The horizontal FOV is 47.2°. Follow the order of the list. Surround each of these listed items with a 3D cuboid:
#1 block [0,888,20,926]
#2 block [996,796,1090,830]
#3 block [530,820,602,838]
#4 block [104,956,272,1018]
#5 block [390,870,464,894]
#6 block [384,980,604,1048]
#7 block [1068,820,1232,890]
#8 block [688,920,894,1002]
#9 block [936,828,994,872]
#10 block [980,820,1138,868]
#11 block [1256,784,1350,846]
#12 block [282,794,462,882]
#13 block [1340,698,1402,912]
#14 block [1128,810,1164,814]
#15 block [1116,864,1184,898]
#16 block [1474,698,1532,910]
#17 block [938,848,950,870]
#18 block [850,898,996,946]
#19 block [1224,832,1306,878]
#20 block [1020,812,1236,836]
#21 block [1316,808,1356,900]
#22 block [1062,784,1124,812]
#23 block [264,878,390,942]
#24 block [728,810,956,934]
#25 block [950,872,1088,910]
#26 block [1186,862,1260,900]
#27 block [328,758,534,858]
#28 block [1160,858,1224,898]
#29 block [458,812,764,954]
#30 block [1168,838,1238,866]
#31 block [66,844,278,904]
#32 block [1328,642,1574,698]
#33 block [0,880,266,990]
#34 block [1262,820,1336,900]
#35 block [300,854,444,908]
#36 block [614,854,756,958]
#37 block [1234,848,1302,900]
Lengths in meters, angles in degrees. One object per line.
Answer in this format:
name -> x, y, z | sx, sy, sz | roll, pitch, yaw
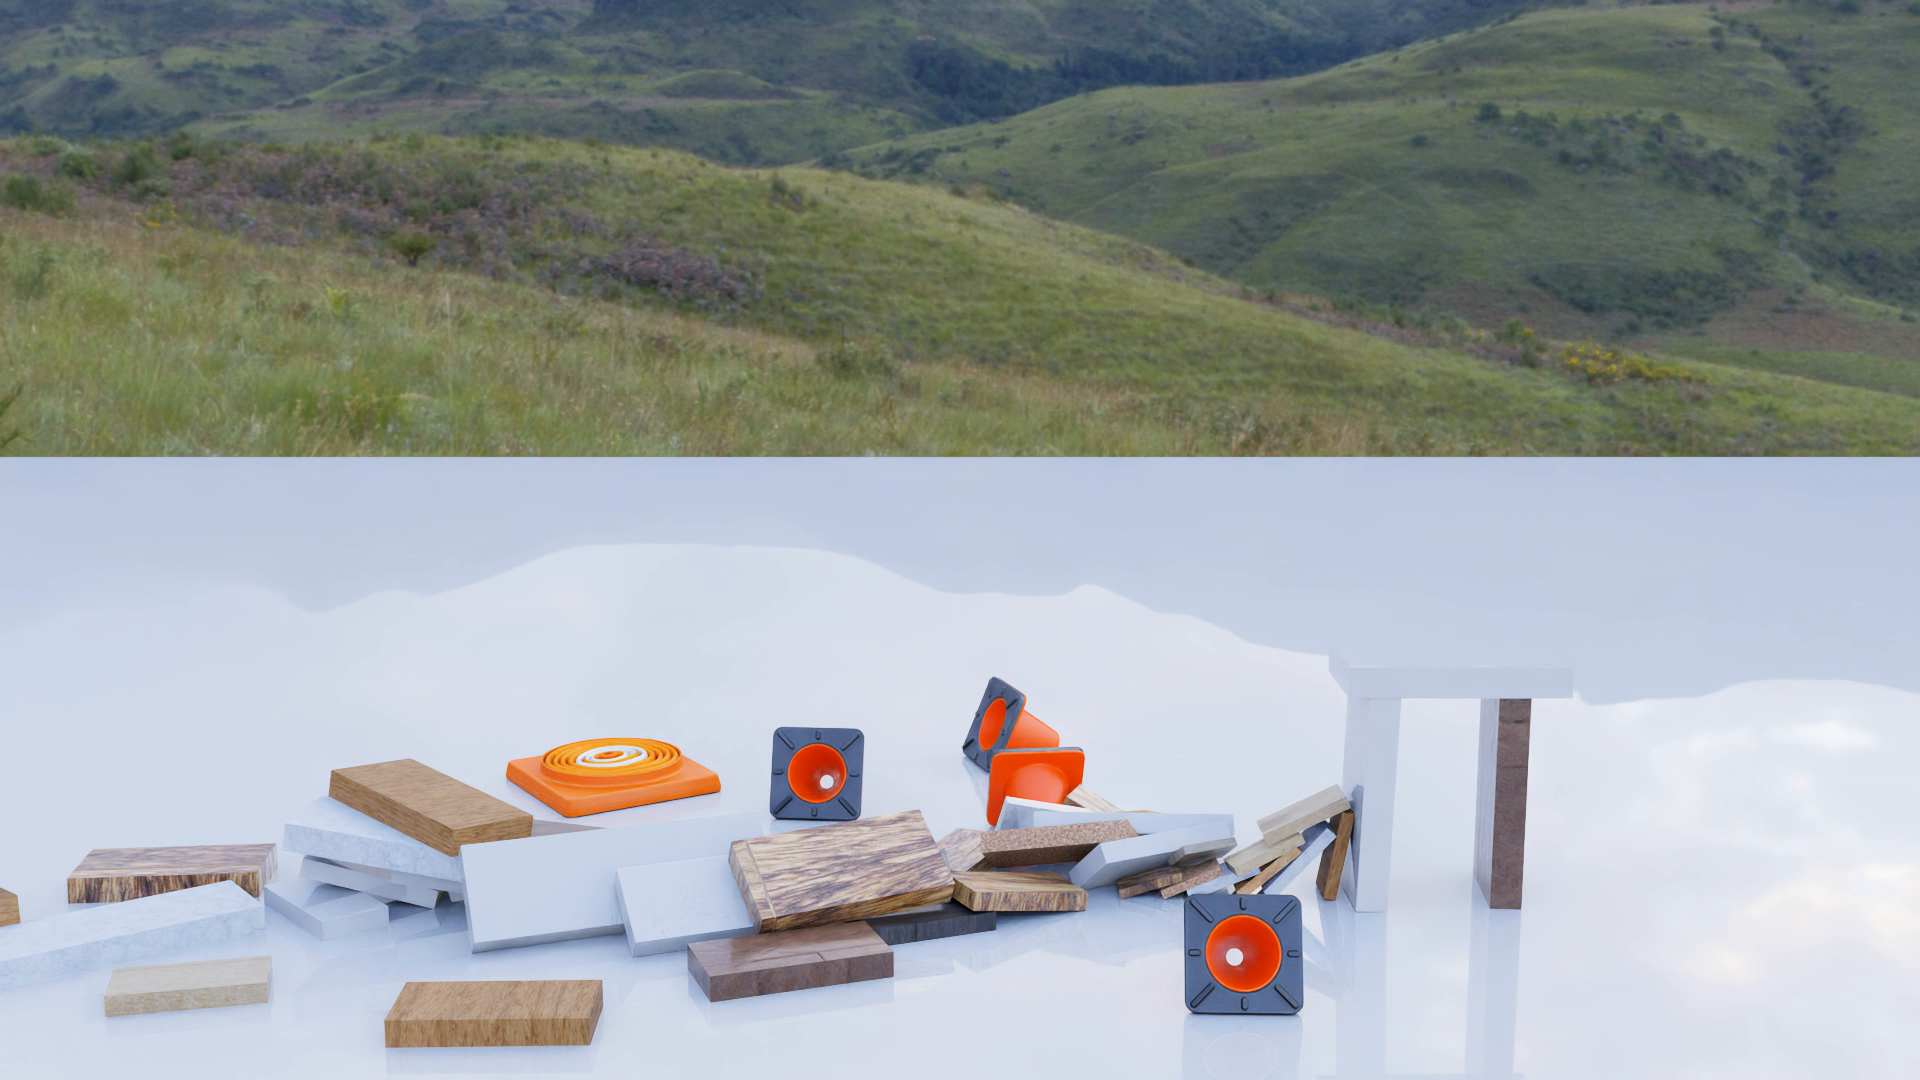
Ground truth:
block -> -1.612, 0.580, 3.483 | 0.153, 0.043, 0.306 | -8, 5, -37
block -> 0.146, 0.499, 3.851 | 0.157, 0.078, 0.022 | 10, 24, -14
block -> -0.576, 0.527, 3.649 | 0.325, 0.046, 0.162 | 8, 10, -7
block -> -1.131, 0.655, 3.233 | 0.223, 0.032, 0.112 | -3, 11, -13
block -> -0.763, 0.544, 3.655 | 0.325, 0.046, 0.162 | 8, 10, -4
block -> -0.658, 0.671, 3.121 | 0.283, 0.040, 0.141 | 0, 11, -2
block -> 0.321, 0.531, 3.695 | 0.250, 0.035, 0.125 | -6, -27, -28
block -> -0.257, 0.634, 3.320 | 0.283, 0.040, 0.141 | -4, 11, -20
block -> 0.002, 0.549, 3.804 | 0.108, 0.030, 0.215 | 5, 11, 23
block -> 0.171, 0.514, 3.719 | 0.250, 0.035, 0.125 | -7, -22, 12
block -> 0.569, 0.456, 3.649 | 0.150, 0.021, 0.075 | -26, 10, 4
block -> -0.912, 0.486, 3.577 | 0.325, 0.046, 0.162 | 10, 10, 3
block -> 0.674, 0.413, 3.636 | 0.051, 0.359, 0.180 | 2, 11, -1
block -> 0.360, 0.501, 3.899 | 0.157, 0.022, 0.078 | 15, -17, -37
block -> 0.317, 0.567, 3.665 | 0.107, 0.015, 0.054 | -16, 10, 2
block -> 0.899, 0.411, 3.651 | 0.051, 0.359, 0.180 | 1, 11, 4
block -> -0.106, 0.560, 3.602 | 0.184, 0.026, 0.092 | -5, 49, -14
block -> -0.062, 0.604, 3.507 | 0.215, 0.030, 0.108 | -4, 11, -22
block -> 0.502, 0.514, 3.633 | 0.125, 0.018, 0.063 | -26, 10, -7
block -> 0.286, 0.504, 3.802 | 0.353, 0.035, 0.125 | 2, -21, -11
block -> 0.624, 0.515, 3.658 | 0.021, 0.150, 0.075 | 10, 10, -2
block -> 0.264, 0.497, 3.930 | 0.157, 0.022, 0.078 | 30, 19, 13
block -> -1.029, 0.593, 3.568 | 0.112, 0.032, 0.223 | -9, 14, -40
block -> -0.189, 0.528, 3.500 | 0.323, 0.046, 0.162 | -7, 43, -23
block -> 0.089, 0.571, 3.579 | 0.215, 0.030, 0.108 | 6, 8, -31
block -> 0.435, 0.559, 3.660 | 0.125, 0.018, 0.063 | -22, 10, 3
block -> -0.873, 0.437, 3.621 | 0.323, 0.046, 0.162 | 17, 13, 37
block -> 0.383, 0.563, 3.662 | 0.107, 0.015, 0.054 | -22, 9, 1
block -> -0.543, 0.542, 3.506 | 0.483, 0.162, 0.046 | -4, -29, -21
block -> 0.405, 0.521, 3.673 | 0.107, 0.015, 0.054 | -5, -28, -30
block -> -1.324, 0.561, 3.707 | 0.306, 0.043, 0.153 | -1, 11, -6
block -> 0.799, 0.212, 3.596 | 0.359, 0.051, 0.180 | 0, 11, -1
block -> -1.420, 0.627, 3.350 | 0.677, 0.043, 0.153 | -8, 13, -36
block -> 0.560, 0.528, 3.662 | 0.021, 0.150, 0.075 | 43, 7, -8
block -> -0.966, 0.550, 3.638 | 0.223, 0.032, 0.112 | 15, 9, -5
block -> -0.374, 0.568, 3.474 | 0.318, 0.040, 0.141 | -4, 47, -22
block -> 0.510, 0.543, 3.661 | 0.125, 0.018, 0.063 | -40, 8, 6
